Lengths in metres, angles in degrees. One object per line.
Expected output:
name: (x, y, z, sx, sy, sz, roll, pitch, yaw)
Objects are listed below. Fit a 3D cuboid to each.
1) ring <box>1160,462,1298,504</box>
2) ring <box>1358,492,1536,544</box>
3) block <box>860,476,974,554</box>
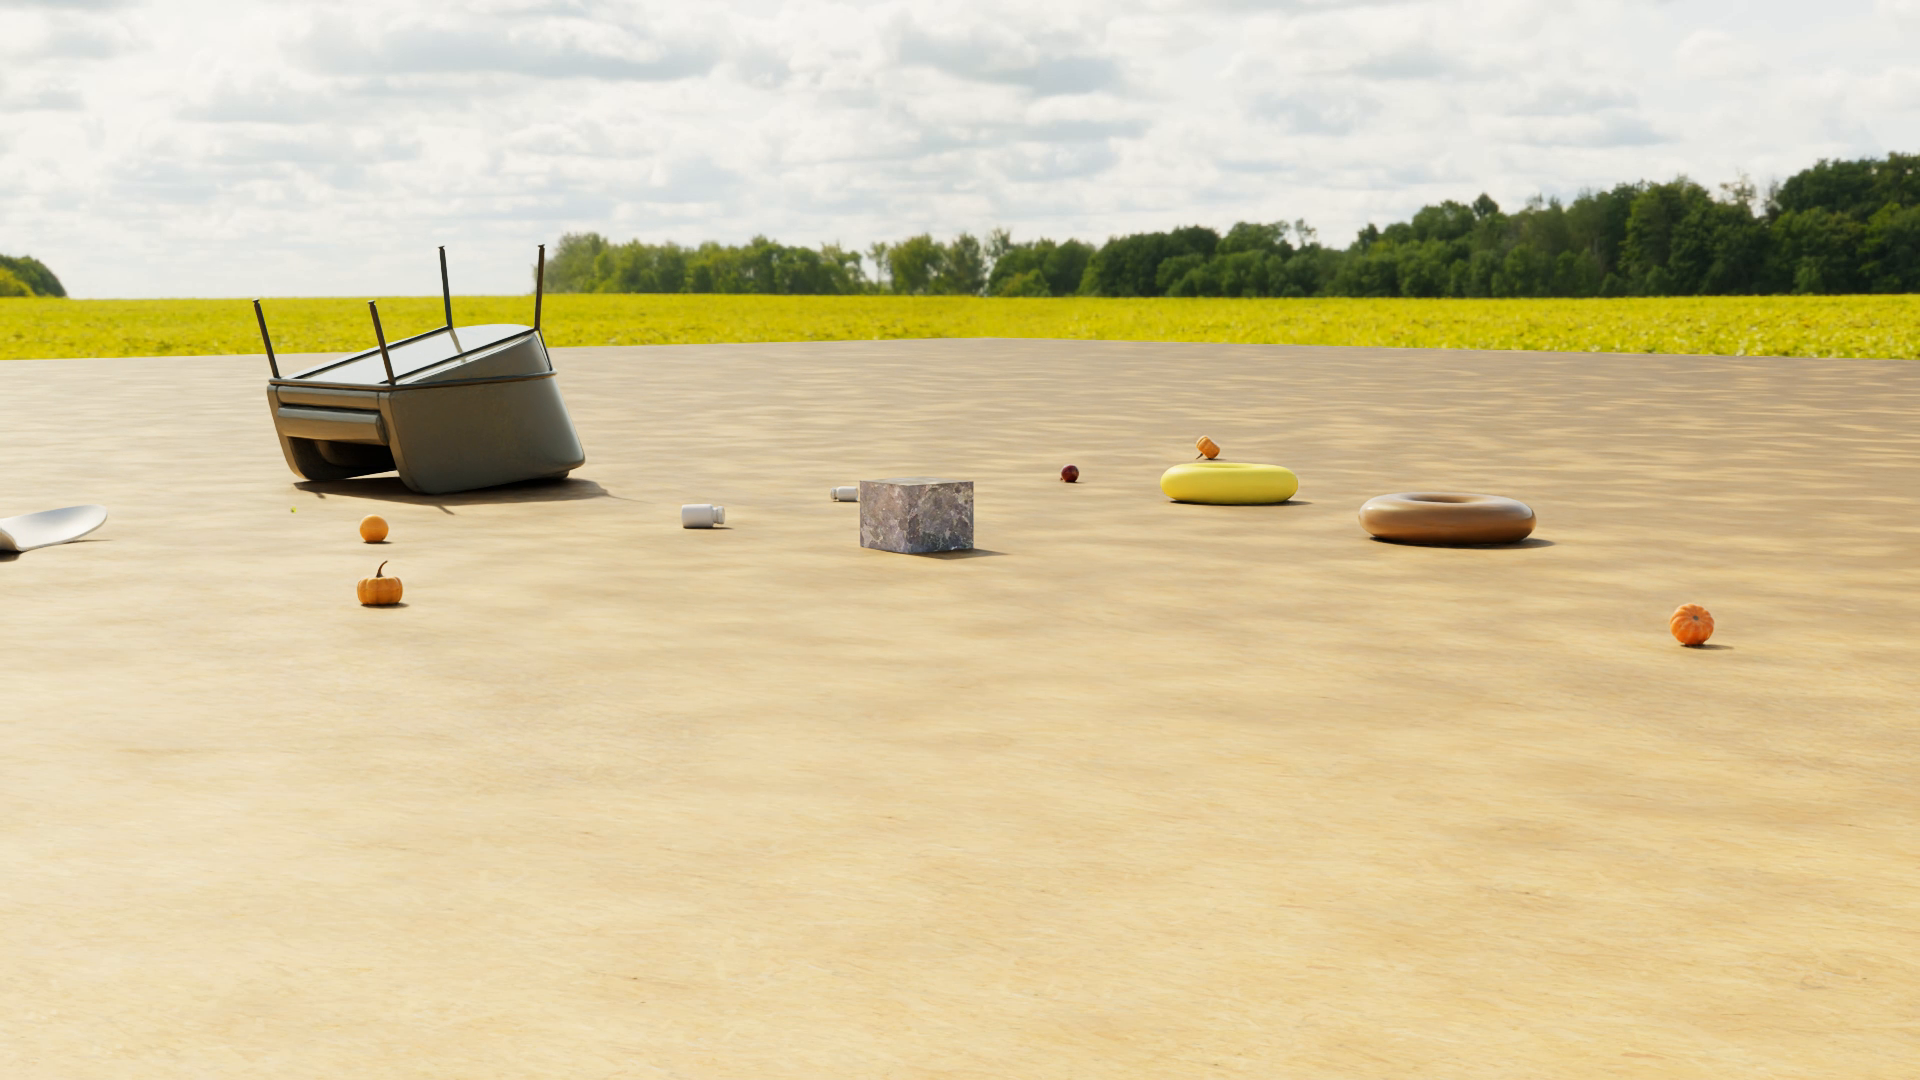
ring: (0.789, -0.166, 7.516, 0.405, 0.105, 0.235, 1, 7, 0)
ring: (1.220, -0.054, 6.431, 0.441, 0.105, 0.373, 3, 7, 17)
block: (-0.105, -0.063, 6.231, 0.200, 0.162, 0.193, -5, 8, -39)
